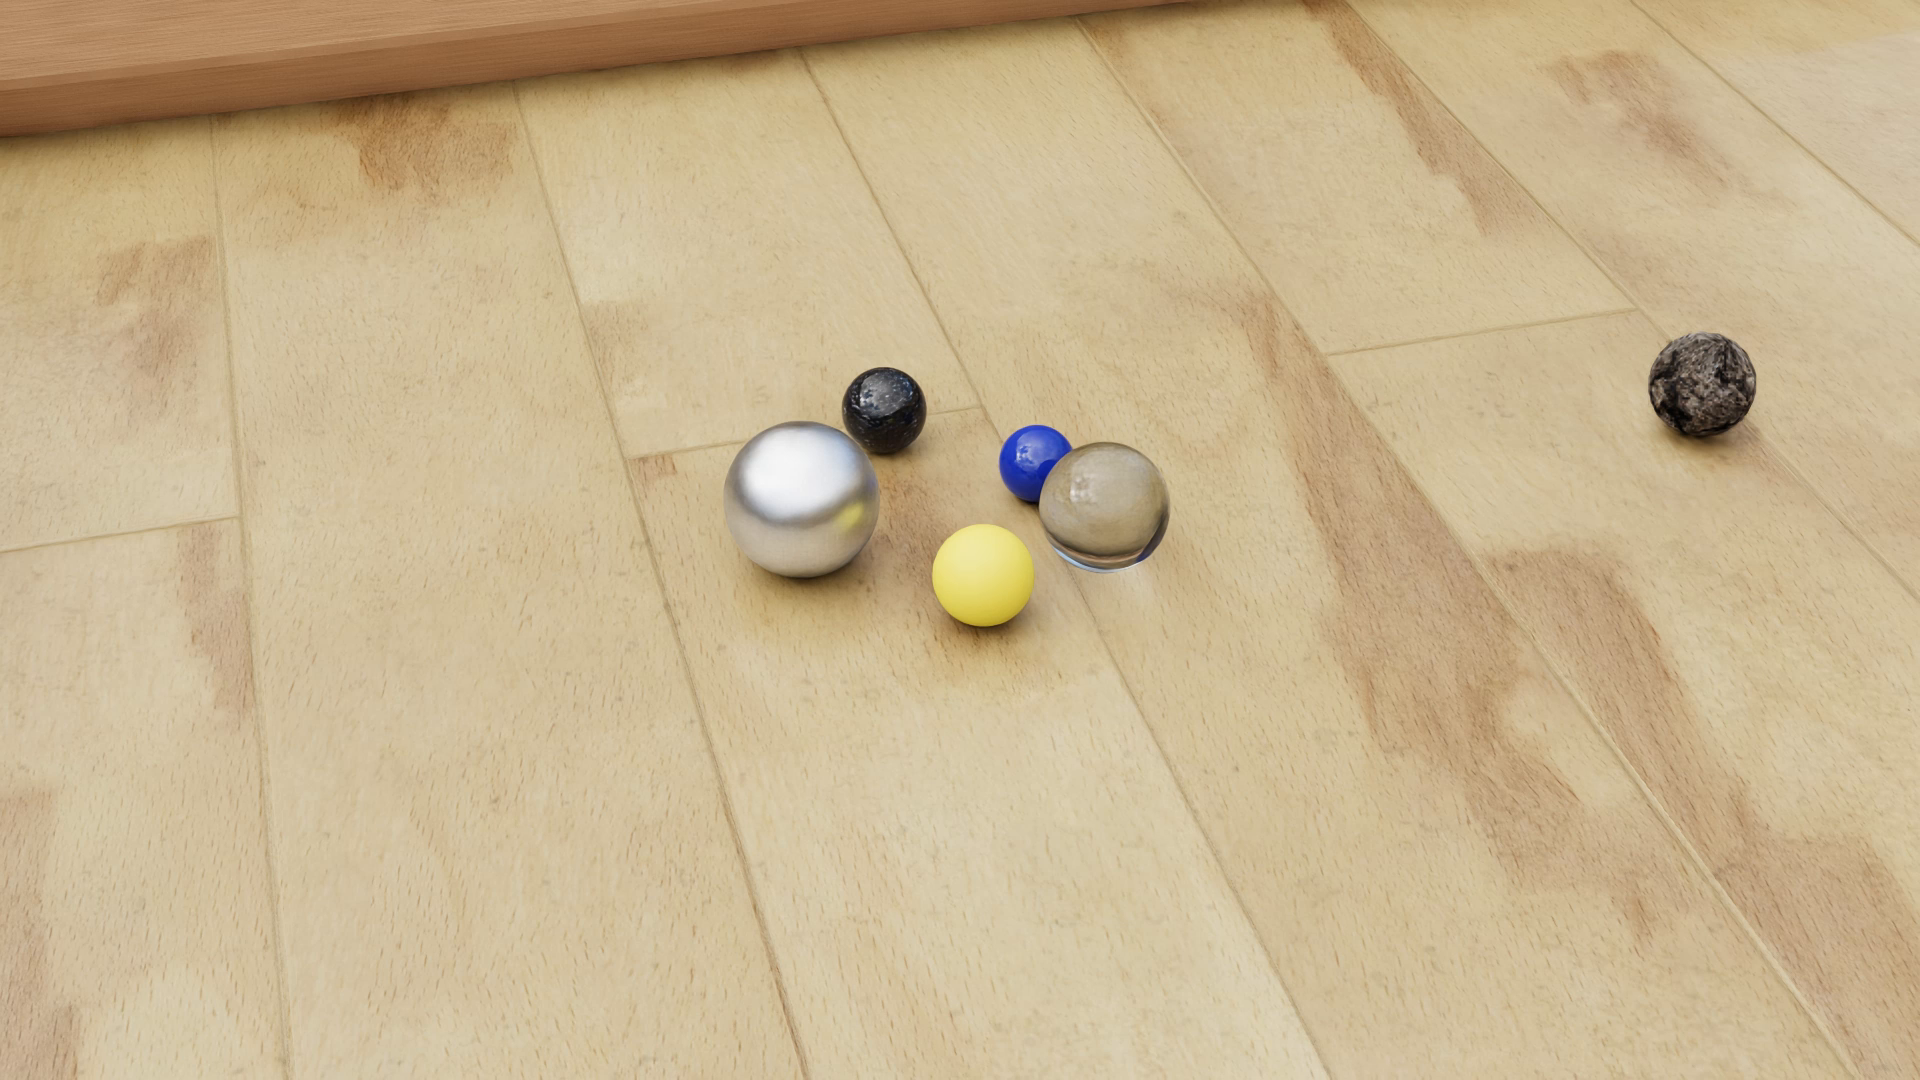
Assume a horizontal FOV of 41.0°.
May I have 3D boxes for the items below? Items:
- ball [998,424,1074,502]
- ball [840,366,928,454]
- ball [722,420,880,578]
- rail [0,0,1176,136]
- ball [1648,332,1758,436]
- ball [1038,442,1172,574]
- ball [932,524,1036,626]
[{"bbox_3d":[0.050,-0.050,1.672,0.051,0.051,0.051,0,36,0],"label":"ball"},{"bbox_3d":[-0.051,-0.087,1.717,0.058,0.058,0.058,0,36,0],"label":"ball"},{"bbox_3d":[-0.098,-0.025,1.596,0.098,0.098,0.098,0,36,0],"label":"ball"},{"bbox_3d":[0.461,-0.568,2.326,2.761,0.128,0.045,-9,37,-12],"label":"rail"},{"bbox_3d":[0.501,-0.105,1.731,0.071,0.071,0.071,0,36,0],"label":"ball"},{"bbox_3d":[0.090,-0.020,1.603,0.083,0.083,0.083,0,36,0],"label":"ball"},{"bbox_3d":[0.014,0.022,1.562,0.063,0.063,0.063,0,36,0],"label":"ball"}]
